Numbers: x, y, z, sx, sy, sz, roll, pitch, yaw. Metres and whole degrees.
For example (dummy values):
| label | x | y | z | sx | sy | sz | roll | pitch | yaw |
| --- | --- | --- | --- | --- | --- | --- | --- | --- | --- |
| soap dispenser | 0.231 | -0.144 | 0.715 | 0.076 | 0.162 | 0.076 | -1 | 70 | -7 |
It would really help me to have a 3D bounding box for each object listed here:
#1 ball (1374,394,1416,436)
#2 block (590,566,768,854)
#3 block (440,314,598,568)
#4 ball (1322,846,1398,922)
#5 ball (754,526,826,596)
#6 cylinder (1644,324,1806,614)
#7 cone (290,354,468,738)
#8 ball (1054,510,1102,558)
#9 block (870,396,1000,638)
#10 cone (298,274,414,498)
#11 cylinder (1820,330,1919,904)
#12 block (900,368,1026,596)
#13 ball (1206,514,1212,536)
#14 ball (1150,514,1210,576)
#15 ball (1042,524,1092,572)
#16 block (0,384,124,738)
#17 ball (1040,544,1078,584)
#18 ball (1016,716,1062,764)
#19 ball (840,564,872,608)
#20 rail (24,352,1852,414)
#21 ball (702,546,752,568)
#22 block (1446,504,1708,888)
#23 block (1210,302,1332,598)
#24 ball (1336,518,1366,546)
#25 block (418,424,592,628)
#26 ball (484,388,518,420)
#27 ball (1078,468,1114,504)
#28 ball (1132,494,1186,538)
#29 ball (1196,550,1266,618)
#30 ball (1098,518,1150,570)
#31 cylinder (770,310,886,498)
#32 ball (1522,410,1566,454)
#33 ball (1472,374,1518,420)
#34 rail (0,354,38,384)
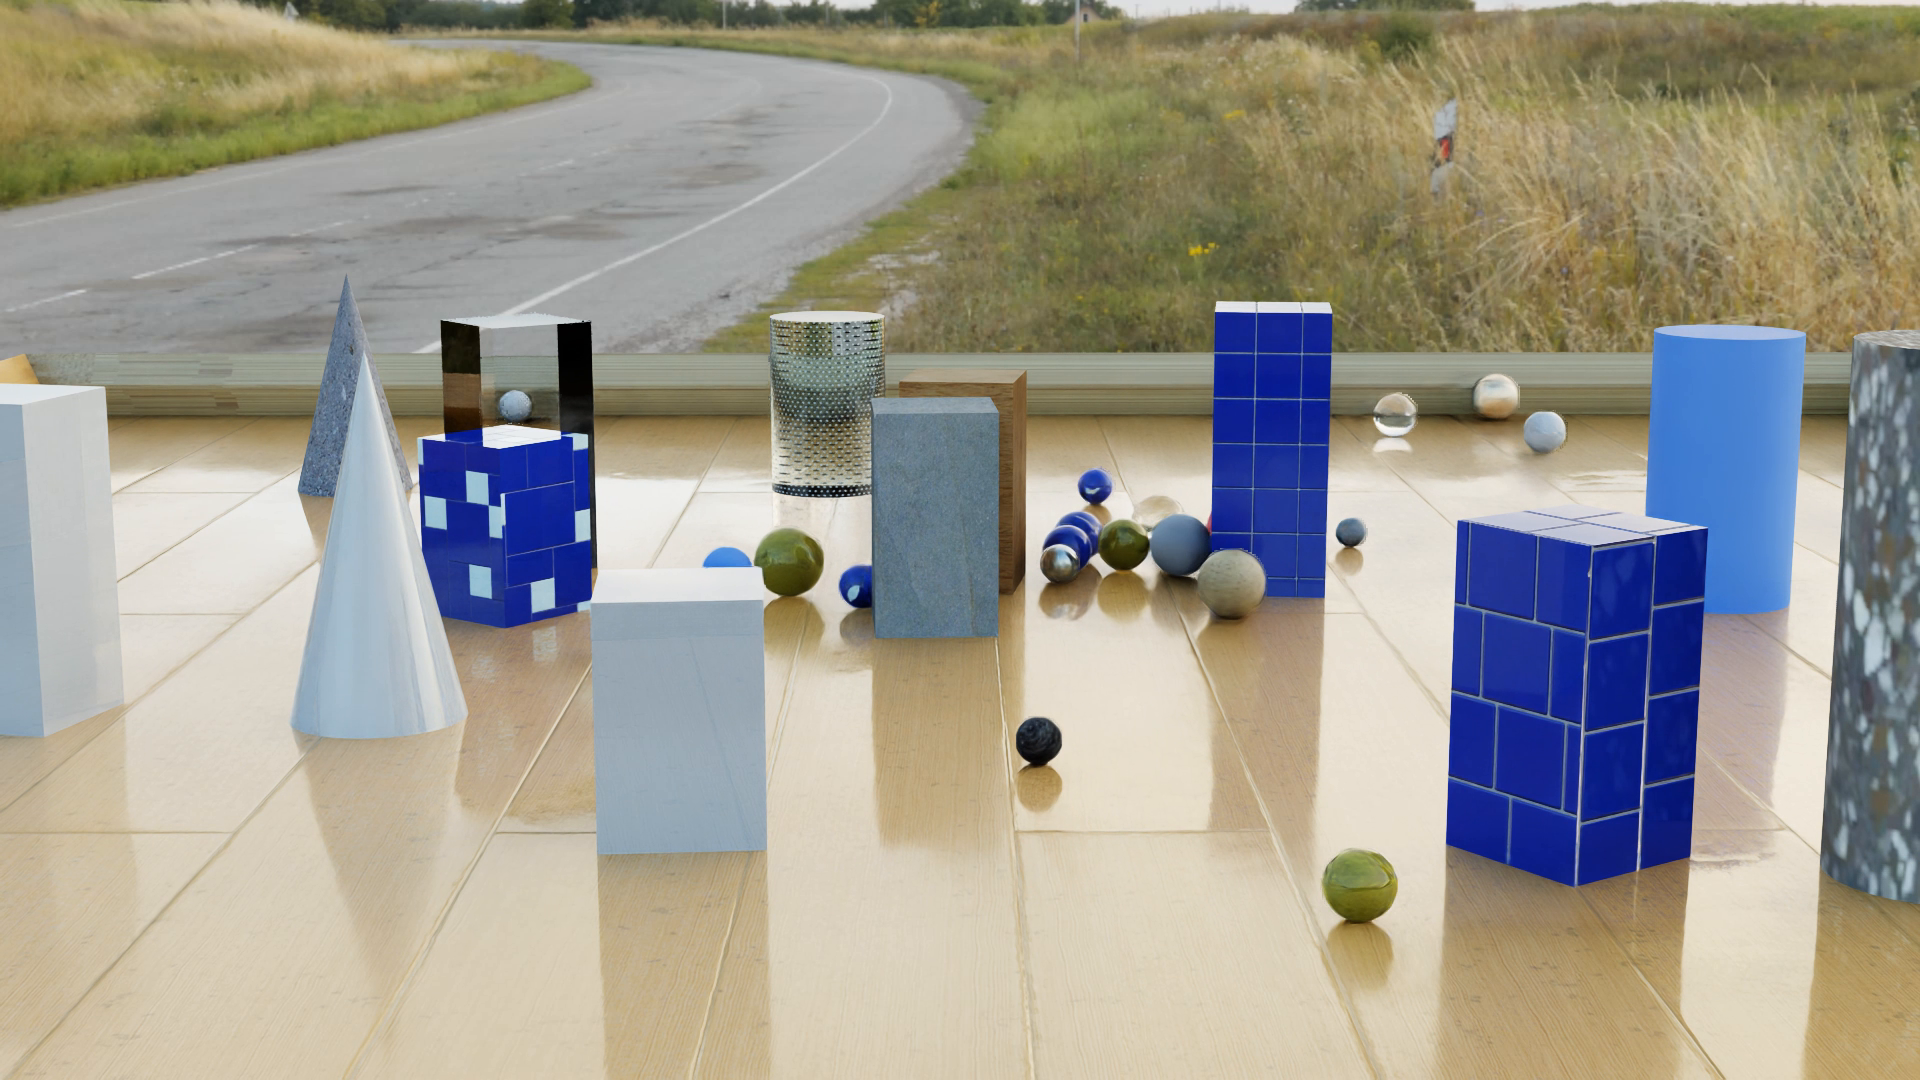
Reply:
| label | x | y | z | sx | sy | sz | roll | pitch | yaw |
| --- | --- | --- | --- | --- | --- | --- | --- | --- | --- |
| ball | 0.863 | -0.247 | 5.089 | 0.085 | 0.085 | 0.085 | 0 | 10 | 0 |
| block | -0.267 | 0.160 | 2.461 | 0.159 | 0.240 | 0.159 | -1 | 11 | -5 |
| block | -0.644 | -0.140 | 3.747 | 0.159 | 0.362 | 0.159 | -8 | 13 | -38 |
| ball | 0.344 | 0.296 | 2.209 | 0.065 | 0.065 | 0.065 | 0 | 10 | 0 |
| ball | -0.236 | 0.030 | 3.558 | 0.098 | 0.098 | 0.098 | 0 | 10 | 0 |
| cylinder | 1.044 | -0.100 | 3.514 | 0.198 | 0.370 | 0.198 | 0 | 10 | 0 |
| cone | -0.658 | -0.005 | 2.871 | 0.198 | 0.417 | 0.198 | 0 | 10 | 0 |
| ball | 0.176 | -0.006 | 3.813 | 0.075 | 0.075 | 0.075 | 0 | 10 | 0 |
| block | -0.034 | -0.032 | 3.360 | 0.159 | 0.291 | 0.159 | -1 | 11 | -3 |
| cone | -1.055 | -0.276 | 4.446 | 0.198 | 0.376 | 0.198 | 0 | 10 | 0 |
| cylinder | 0.890 | 0.065 | 2.299 | 0.198 | 0.487 | 0.198 | 0 | 10 | 0 |
| block | 0.006 | -0.085 | 3.633 | 0.159 | 0.297 | 0.159 | 1 | 11 | 8 |
| ball | 0.410 | -0.018 | 3.871 | 0.078 | 0.078 | 0.078 | 0 | 10 | 0 |
| ball | 0.319 | 0.007 | 3.704 | 0.089 | 0.089 | 0.089 | 0 | 10 | 0 |
| ball | 0.155 | 0.014 | 3.714 | 0.072 | 0.072 | 0.072 | 0 | 10 | 0 |
| block | -1.063 | 0.018 | 2.878 | 0.159 | 0.368 | 0.159 | 3 | 11 | 14 |
| ball | 0.141 | 0.033 | 3.654 | 0.056 | 0.056 | 0.056 | 0 | 10 | 0 |
| ball | 0.083 | 0.212 | 2.707 | 0.050 | 0.050 | 0.050 | 0 | 10 | 0 |
| ball | -0.133 | 0.062 | 3.483 | 0.061 | 0.061 | 0.061 | 0 | 10 | 0 |
| rail | -0.011 | -0.325 | 5.386 | 3.908 | 0.129 | 0.045 | 0 | 10 | 0 |
| ball | -0.322 | 0.045 | 3.547 | 0.072 | 0.072 | 0.072 | 0 | 10 | 0 |
| block | 0.571 | 0.138 | 2.384 | 0.159 | 0.312 | 0.159 | -7 | 13 | -34 |
| block | 0.436 | -0.130 | 3.606 | 0.159 | 0.395 | 0.159 | 1 | 11 | 6 |
| ball | 0.598 | -0.012 | 3.929 | 0.044 | 0.044 | 0.044 | 0 | 10 | 0 |
| block | -0.611 | -0.021 | 3.449 | 0.159 | 0.238 | 0.159 | 8 | 13 | 37 |
| ball | -0.953 | -0.283 | 5.330 | 0.067 | 0.067 | 0.067 | 0 | 10 | 0 |
| ball | 0.228 | -0.091 | 4.314 | 0.060 | 0.060 | 0.060 | 0 | 10 | 0 |
| ball | 0.302 | -0.027 | 3.897 | 0.086 | 0.086 | 0.086 | 0 | 10 | 0 |
| ball | 0.362 | 0.058 | 3.424 | 0.091 | 0.091 | 0.091 | 0 | 10 | 0 |
| ball | 0.238 | 0.006 | 3.742 | 0.077 | 0.077 | 0.077 | 0 | 10 | 0 |
| cylinder | -0.229 | -0.237 | 4.446 | 0.198 | 0.300 | 0.198 | 0 | 10 | 0 |
| ball | 1.111 | -0.205 | 4.875 | 0.081 | 0.081 | 0.081 | 0 | 10 | 0 |
| ball | 1.111 | -0.297 | 5.328 | 0.096 | 0.096 | 0.096 | 0 | 10 | 0 |
| rail | -1.930 | 0.035 | 3.438 | 0.045 | 0.129 | 3.988 | 0 | 10 | 0 |
